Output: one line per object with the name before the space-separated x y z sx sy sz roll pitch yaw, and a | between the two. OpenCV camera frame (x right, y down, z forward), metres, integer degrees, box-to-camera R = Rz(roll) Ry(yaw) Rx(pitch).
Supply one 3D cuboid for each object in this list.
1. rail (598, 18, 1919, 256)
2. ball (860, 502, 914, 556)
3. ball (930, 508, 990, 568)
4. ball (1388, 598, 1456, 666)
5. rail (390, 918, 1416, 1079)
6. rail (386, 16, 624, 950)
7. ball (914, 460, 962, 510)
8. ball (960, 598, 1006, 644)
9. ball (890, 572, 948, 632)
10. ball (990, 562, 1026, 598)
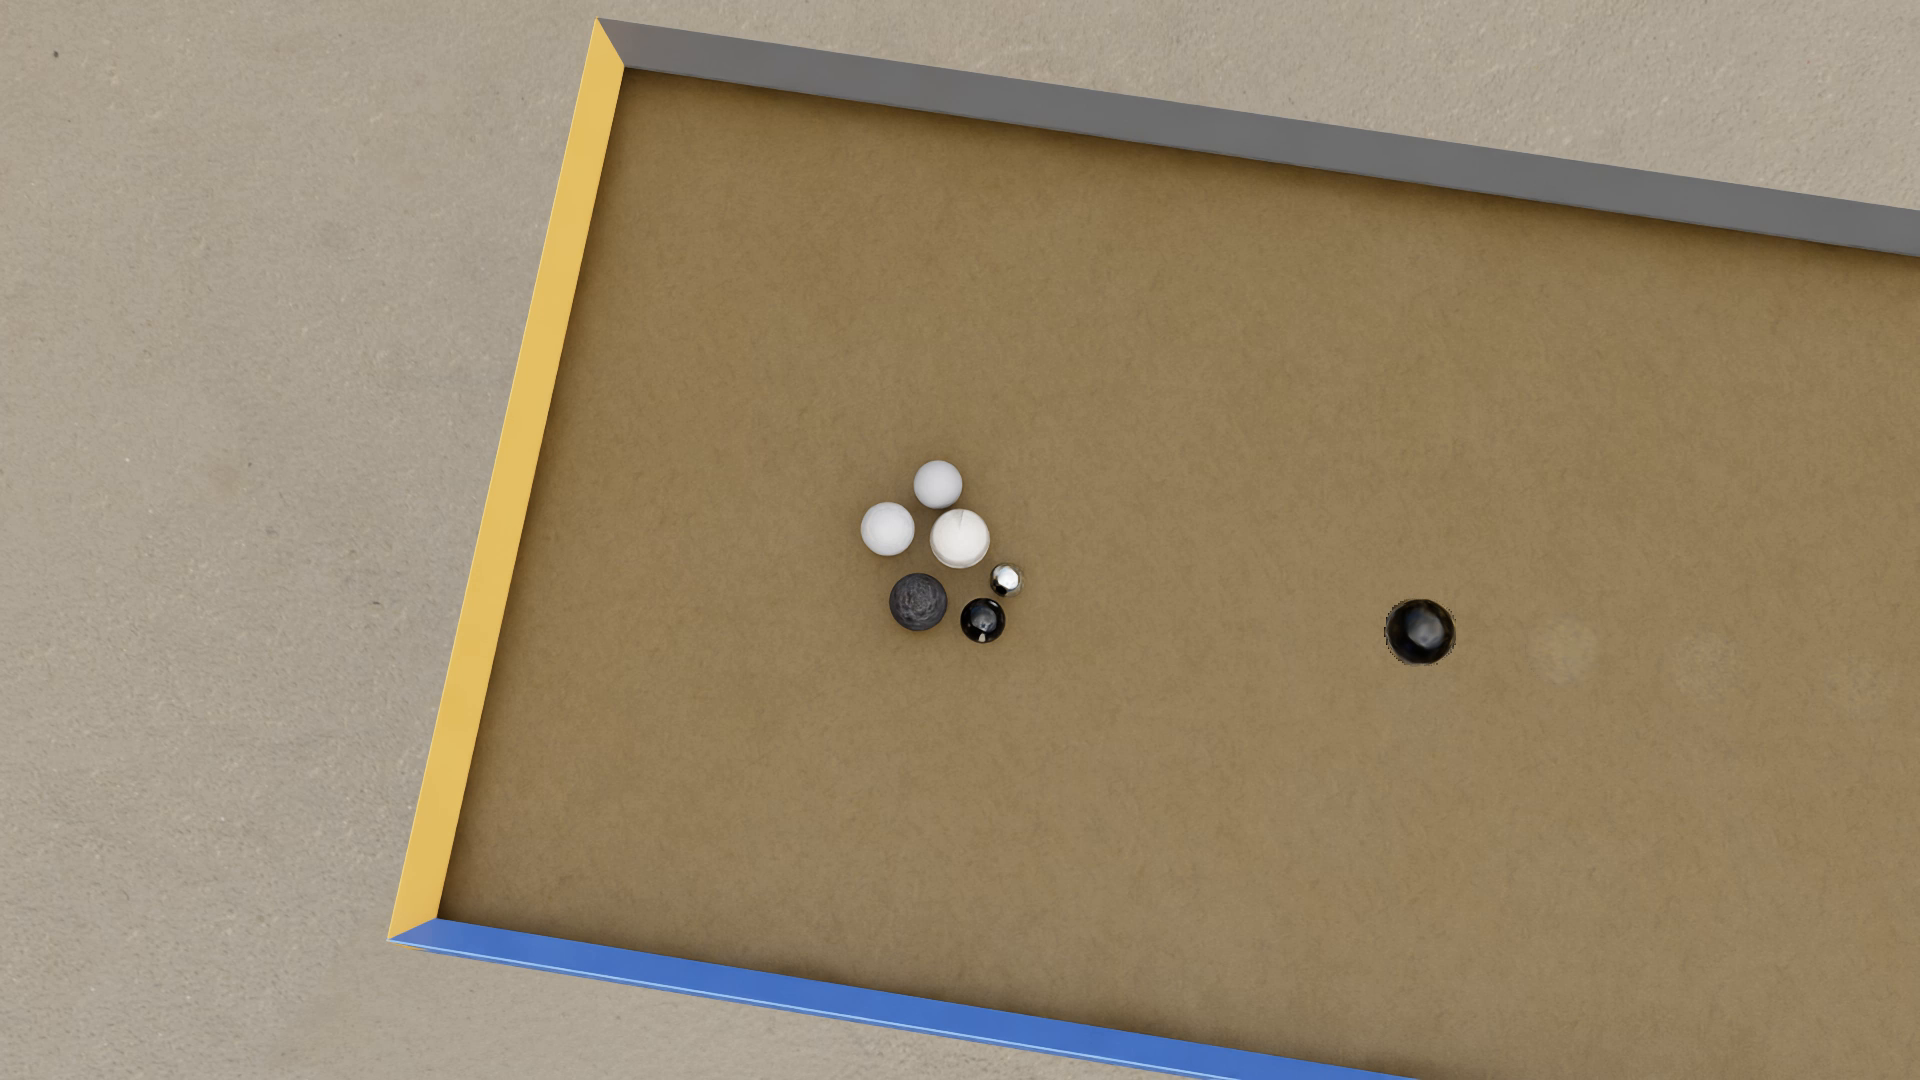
rail | 0.805 -0.574 3.476 2.807 0.130 0.045 9 75 2
ball | -0.110 -0.017 3.350 0.083 0.083 0.083 0 75 0
ball | 0.000 -0.002 3.341 0.092 0.092 0.092 0 75 0
ball | 0.691 0.138 3.299 0.100 0.100 0.100 0 75 0
rail | 0.580 0.775 3.109 2.807 0.130 0.045 9 75 2
rail | -0.669 -0.111 3.350 0.045 0.130 1.463 9 75 2
ball | -0.034 -0.085 3.372 0.076 0.076 0.076 0 75 0
ball | 0.035 0.122 3.319 0.070 0.070 0.070 0 75 0
ball | -0.063 0.093 3.317 0.088 0.088 0.088 0 75 0
ball | 0.072 0.061 3.343 0.055 0.055 0.055 0 75 0
